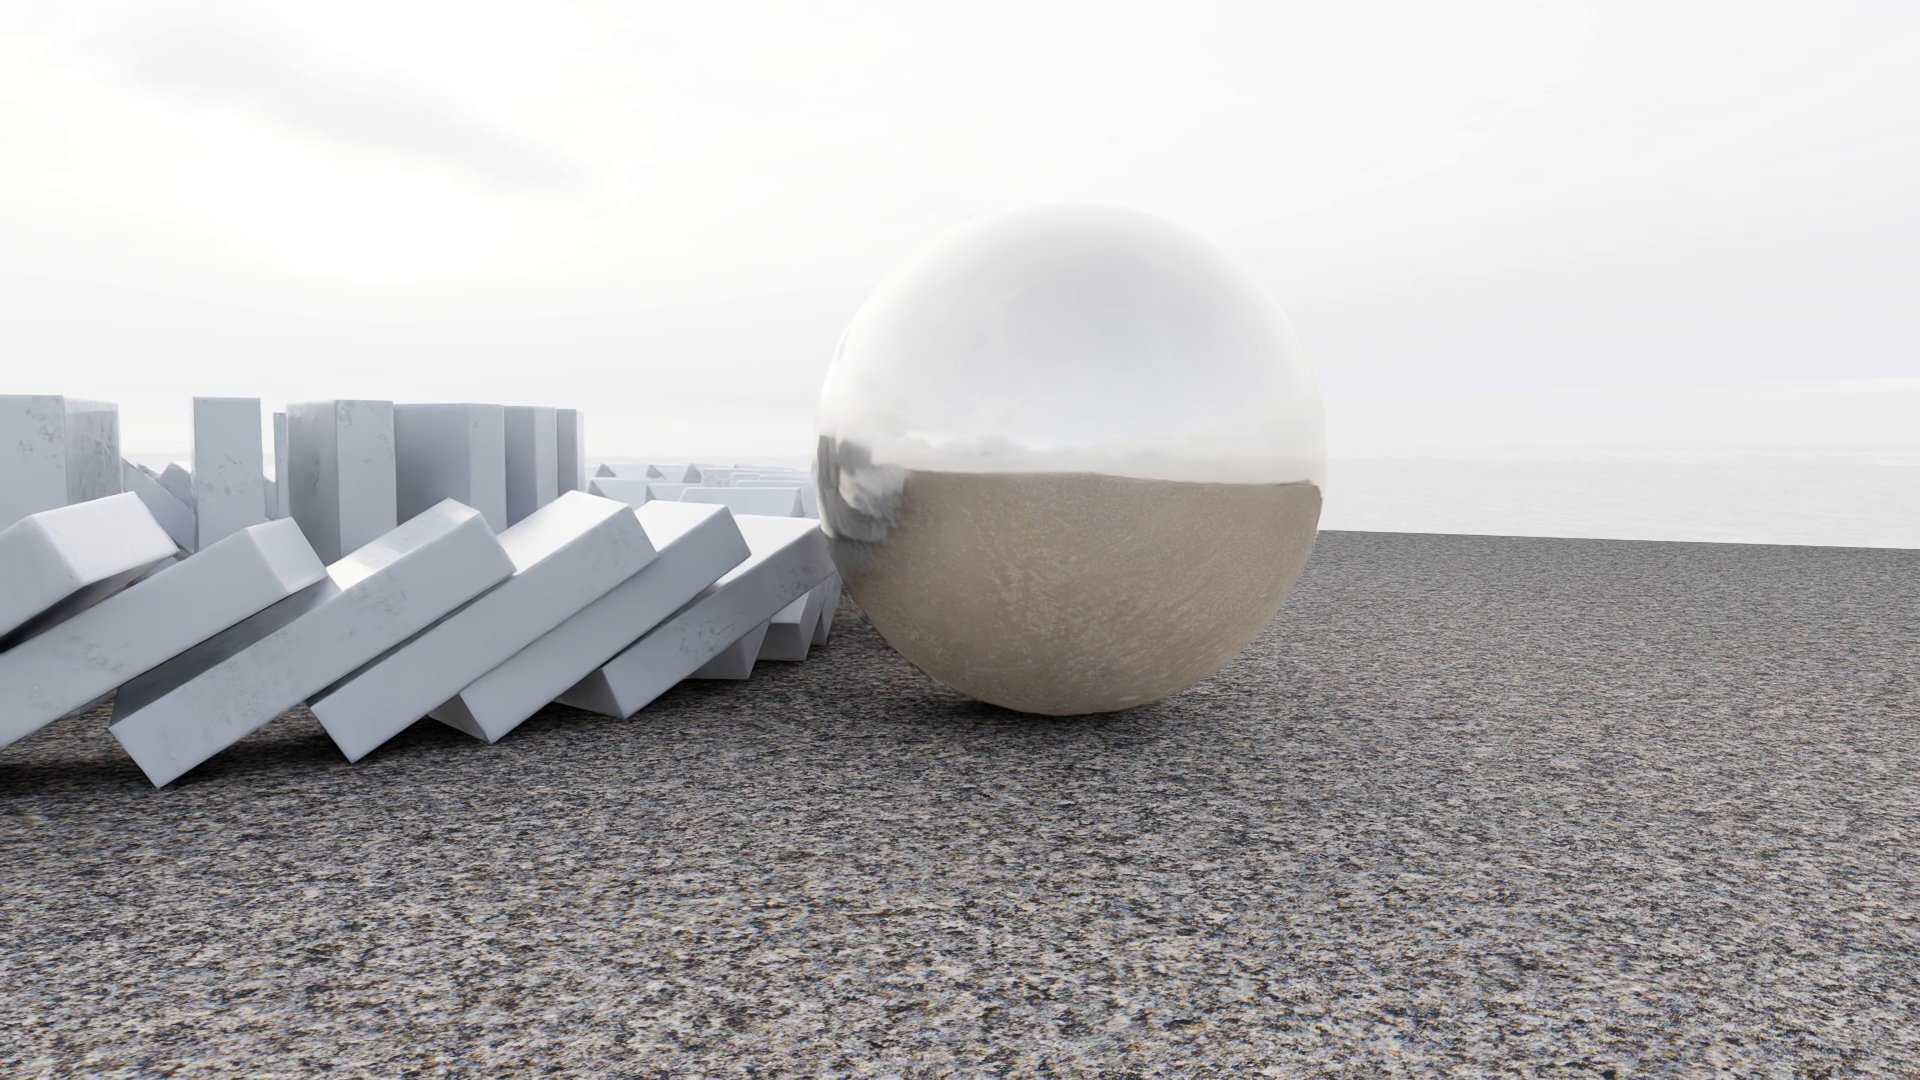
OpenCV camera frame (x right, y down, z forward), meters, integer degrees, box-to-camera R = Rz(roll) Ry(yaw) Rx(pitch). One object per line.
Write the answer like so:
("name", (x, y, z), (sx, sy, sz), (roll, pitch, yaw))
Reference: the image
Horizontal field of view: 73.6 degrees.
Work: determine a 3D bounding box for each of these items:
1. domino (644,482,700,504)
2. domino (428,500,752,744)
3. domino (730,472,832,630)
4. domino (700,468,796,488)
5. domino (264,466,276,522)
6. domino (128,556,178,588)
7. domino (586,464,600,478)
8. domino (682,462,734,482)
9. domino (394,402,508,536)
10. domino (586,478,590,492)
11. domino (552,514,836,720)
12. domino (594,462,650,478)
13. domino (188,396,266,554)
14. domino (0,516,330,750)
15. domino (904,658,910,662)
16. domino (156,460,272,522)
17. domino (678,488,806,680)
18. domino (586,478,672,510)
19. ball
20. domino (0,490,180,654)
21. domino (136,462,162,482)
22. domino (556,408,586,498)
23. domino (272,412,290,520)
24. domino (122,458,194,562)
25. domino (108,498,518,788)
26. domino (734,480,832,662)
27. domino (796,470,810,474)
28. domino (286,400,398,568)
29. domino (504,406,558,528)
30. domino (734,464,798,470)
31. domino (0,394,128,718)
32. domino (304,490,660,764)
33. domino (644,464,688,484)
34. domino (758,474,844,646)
("domino", (-0.065, 0.001, 0.345), (0.025, 0.010, 0.050), (-3, 33, -32))
("domino", (-0.060, 0.011, 0.203), (0.025, 0.010, 0.050), (5, 36, 48))
("domino", (-0.044, 0.002, 0.310), (0.025, 0.009, 0.050), (0, 37, -7))
("domino", (-0.052, 0.000, 0.329), (0.025, 0.009, 0.050), (1, 37, -18))
("domino", (-0.183, -0.004, 0.375), (0.050, 0.009, 0.025), (34, -2, -10))
("domino", (-0.227, -0.005, 0.336), (0.025, 0.050, 0.009), (4, 46, 39))
("domino", (-0.114, -0.008, 0.435), (0.050, 0.010, 0.025), (36, 16, 16))
("domino", (-0.065, -0.007, 0.414), (0.050, 0.009, 0.025), (41, 23, 29))
("domino", (-0.100, -0.001, 0.246), (0.025, 0.050, 0.009), (2, 5, 22))
("domino", (-0.099, -0.002, 0.373), (0.050, 0.009, 0.025), (38, 27, 33))
("domino", (-0.047, 0.011, 0.221), (0.025, 0.010, 0.050), (4, 30, 42))
("domino", (-0.097, -0.008, 0.430), (0.050, 0.009, 0.025), (38, 18, 20))
("domino", (-0.125, 0.001, 0.219), (0.009, 0.050, 0.025), (-3, 5, -32))
("domino", (-0.109, 0.014, 0.163), (0.050, 0.009, 0.025), (-30, 12, -12))
("domino", (0.002, 0.001, 0.261), (0.025, 0.050, 0.009), (0, -36, 3))
("domino", (-0.202, -0.004, 0.368), (0.050, 0.009, 0.025), (37, -7, -15))
("domino", (-0.048, 0.007, 0.251), (0.025, 0.009, 0.050), (1, 35, 7))
("domino", (-0.083, -0.001, 0.361), (0.025, 0.010, 0.050), (-3, 33, -43))
("ball", (0.017, -0.013, 0.202), (0.080, 0.080, 0.080), (0, 4, 0))
("domino", (-0.125, 0.013, 0.156), (0.050, 0.009, 0.025), (-32, 12, -3))
("domino", (-0.237, -0.007, 0.408), (0.050, 0.009, 0.025), (35, -14, -24))
("domino", (-0.096, -0.004, 0.281), (0.025, 0.050, 0.010), (0, 4, -6))
("domino", (-0.162, -0.007, 0.321), (0.009, 0.050, 0.025), (-1, 4, -10))
("domino", (-0.217, -0.005, 0.350), (0.025, 0.009, 0.050), (0, -39, 43))
("domino", (-0.088, 0.012, 0.177), (0.050, 0.009, 0.025), (-35, 23, -23))
("domino", (-0.040, 0.005, 0.271), (0.025, 0.010, 0.050), (1, 36, 7))
("domino", (-0.032, -0.004, 0.389), (0.025, 0.009, 0.050), (-3, 37, -36))
("domino", (-0.111, 0.000, 0.230), (0.025, 0.050, 0.009), (4, 6, 45))
("domino", (-0.096, -0.002, 0.262), (0.025, 0.050, 0.010), (1, 4, 8))
("domino", (-0.050, -0.006, 0.403), (0.025, 0.009, 0.050), (0, 35, -48))
("domino", (-0.146, 0.002, 0.209), (0.010, 0.050, 0.025), (-1, 4, -16))
("domino", (-0.072, 0.011, 0.189), (0.050, 0.009, 0.025), (-37, 27, -26))
("domino", (-0.080, -0.007, 0.422), (0.050, 0.009, 0.025), (40, 23, 26))
("domino", (-0.038, 0.003, 0.290), (0.025, 0.009, 0.050), (3, 36, 6))
